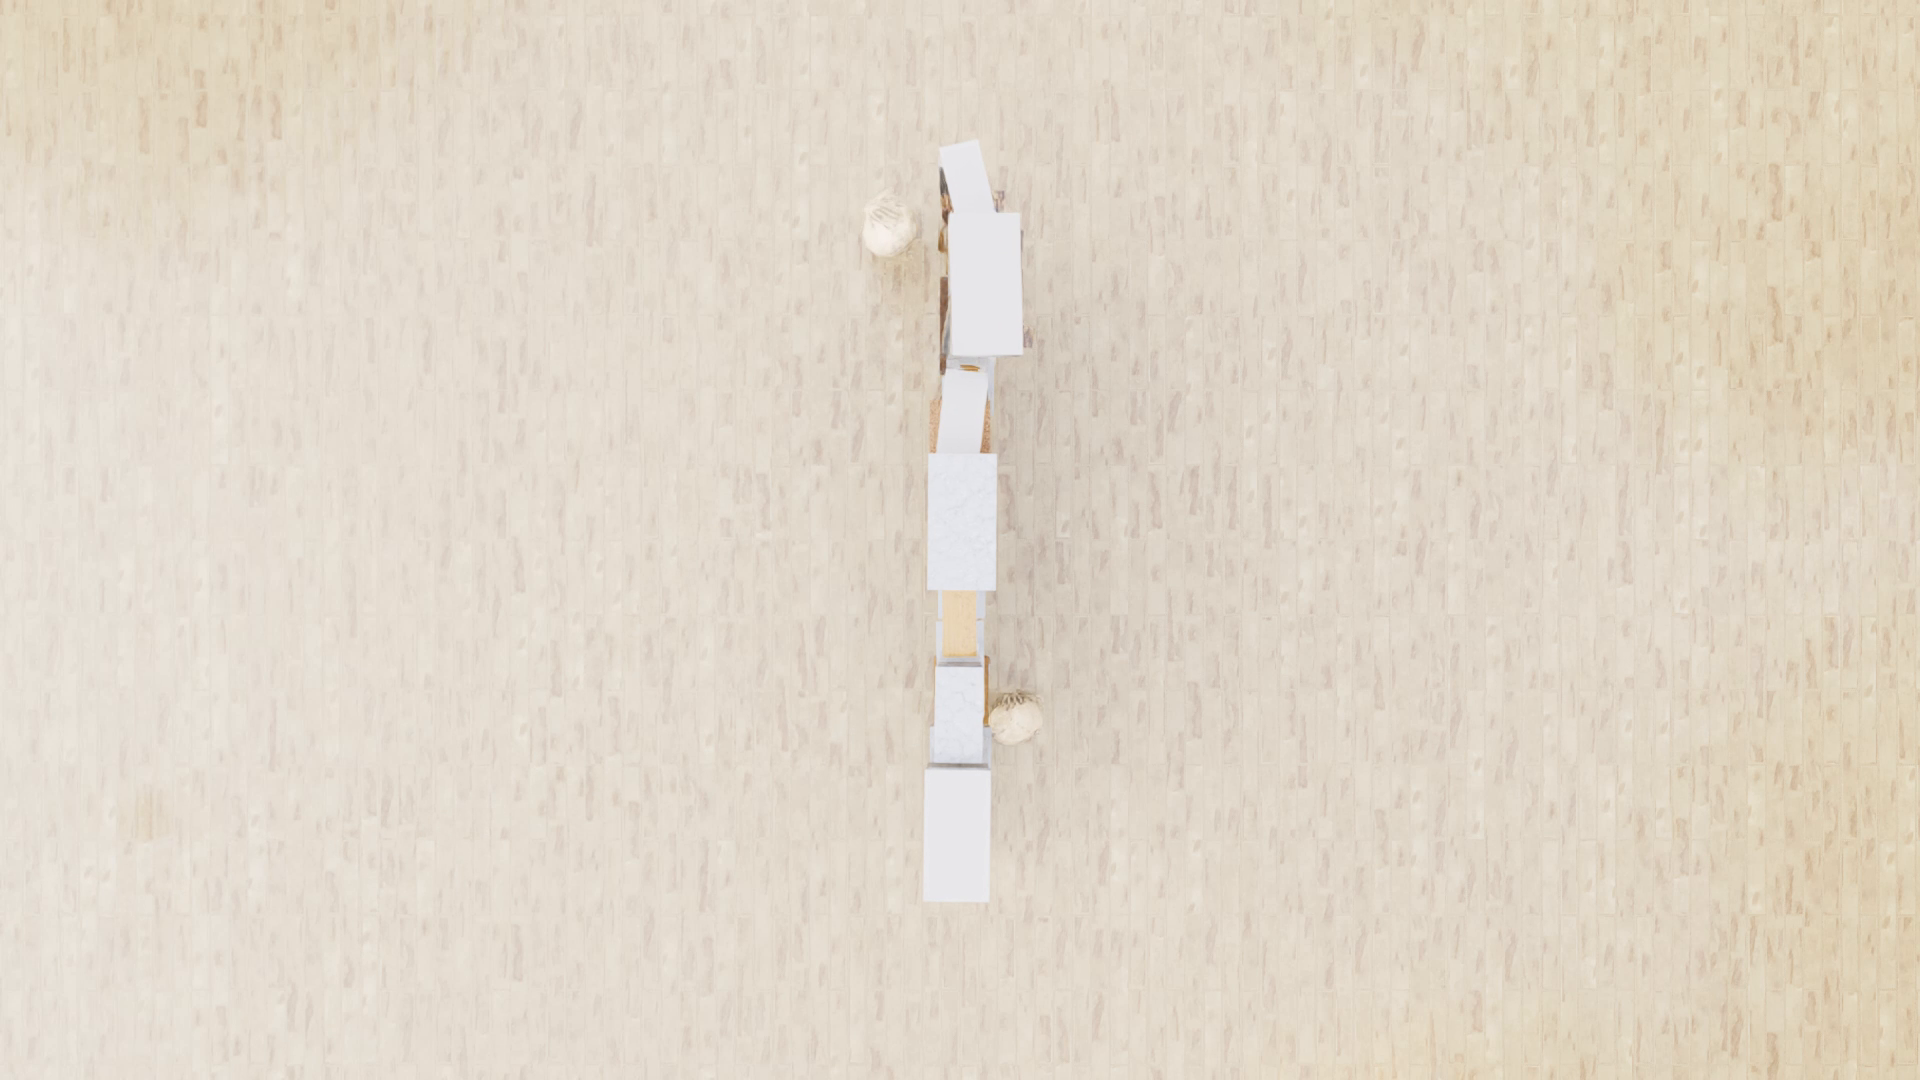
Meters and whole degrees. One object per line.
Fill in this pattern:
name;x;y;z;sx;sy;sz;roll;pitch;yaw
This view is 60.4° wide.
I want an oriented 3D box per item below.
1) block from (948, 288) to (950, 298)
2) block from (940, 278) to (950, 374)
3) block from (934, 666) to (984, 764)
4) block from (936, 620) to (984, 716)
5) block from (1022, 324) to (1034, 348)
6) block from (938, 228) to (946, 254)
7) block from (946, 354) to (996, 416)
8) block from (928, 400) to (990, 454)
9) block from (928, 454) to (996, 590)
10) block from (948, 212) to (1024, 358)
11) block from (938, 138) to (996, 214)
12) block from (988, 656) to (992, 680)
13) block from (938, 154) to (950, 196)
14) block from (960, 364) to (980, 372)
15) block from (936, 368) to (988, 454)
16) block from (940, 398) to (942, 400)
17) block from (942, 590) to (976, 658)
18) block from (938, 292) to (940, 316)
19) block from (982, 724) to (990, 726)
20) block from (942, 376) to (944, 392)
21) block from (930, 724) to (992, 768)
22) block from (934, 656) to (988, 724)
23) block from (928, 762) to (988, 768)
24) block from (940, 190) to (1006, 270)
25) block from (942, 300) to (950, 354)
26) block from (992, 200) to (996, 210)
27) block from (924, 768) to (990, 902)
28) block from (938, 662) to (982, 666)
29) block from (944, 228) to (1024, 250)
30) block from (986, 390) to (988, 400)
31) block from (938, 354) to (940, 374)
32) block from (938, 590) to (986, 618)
block;0.017;-0.821;4.962;0.093;0.026;0.186;5;89;-3
block;0.010;-0.671;5.179;0.149;0.042;0.298;0;90;-2
block;-0.003;0.439;4.150;0.121;0.034;0.241;1;90;0
block;0.001;0.363;4.654;0.134;0.038;0.267;-1;90;0
block;0.080;-0.543;4.266;0.174;0.347;0.049;5;100;-7
block;0.033;-0.873;4.720;0.174;0.459;0.049;15;88;-2
block;0.031;-0.513;4.853;0.142;0.040;0.284;2;90;-4
block;-0.001;-0.218;4.565;0.170;0.048;0.339;0;90;0
block;0.005;-0.046;4.173;0.172;0.049;0.344;0;90;0
block;0.062;-0.627;4.061;0.174;0.049;0.347;-1;91;-6
block;0.019;-0.912;4.218;0.103;0.029;0.205;-14;90;0
block;0.011;0.399;5.330;0.170;0.339;0.048;9;90;0
block;-0.004;-0.974;4.767;0.103;1.066;0.029;0;90;0
block;0.024;-0.446;4.717;0.053;0.015;0.105;6;91;1
block;0.006;-0.327;4.297;0.113;0.032;0.225;7;92;1
block;0.015;-0.419;5.045;0.142;0.345;0.040;2;90;-4
block;-0.001;0.223;4.440;0.091;0.026;0.182;0;90;0
block;0.004;-0.771;5.349;0.149;0.298;0.042;0;90;-2
block;0.003;0.555;4.618;0.163;0.327;0.046;1;90;0
block;0.002;-0.396;5.239;0.122;0.035;0.244;0;90;0
block;0.000;0.664;4.431;0.163;0.046;0.327;1;90;0
block;0.004;0.533;5.137;0.170;0.048;0.339;0;90;0
block;-0.006;0.617;4.247;0.161;0.322;0.046;1;90;0
block;0.051;-0.760;4.462;0.174;0.049;0.348;-6;89;-5
block;0.046;-0.601;4.657;0.174;0.348;0.049;2;77;-4
block;0.035;-0.876;4.335;0.103;0.205;0.029;-7;112;-1
block;-0.007;0.725;4.063;0.161;0.046;0.322;1;90;0
block;-0.001;0.359;4.401;0.121;0.468;0.034;-1;90;0
block;0.056;-0.777;4.261;0.174;0.347;0.049;2;100;-5
block;0.019;-0.407;4.510;0.112;0.400;0.032;4;91;1
block;0.005;-0.572;5.349;0.149;0.298;0.042;0;90;-2
block;0.005;0.091;4.747;0.134;0.038;0.268;0;90;0
